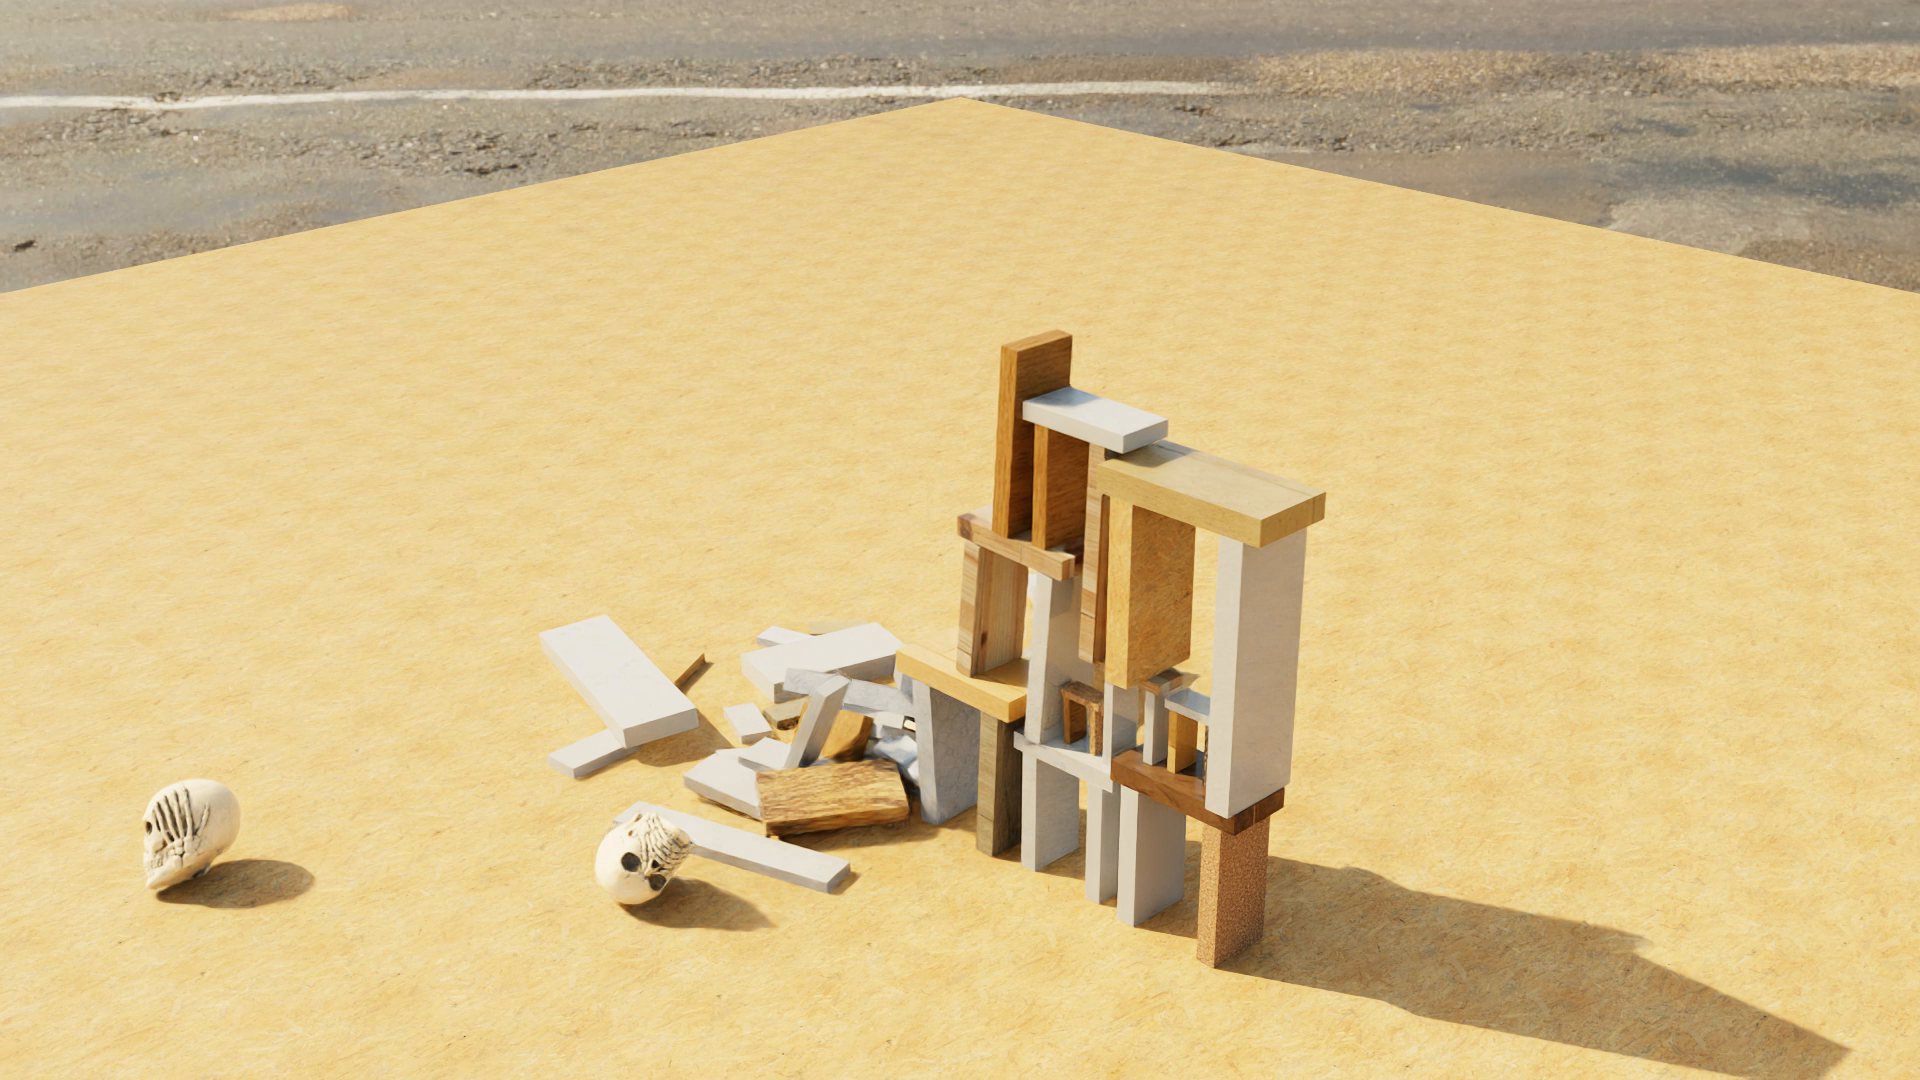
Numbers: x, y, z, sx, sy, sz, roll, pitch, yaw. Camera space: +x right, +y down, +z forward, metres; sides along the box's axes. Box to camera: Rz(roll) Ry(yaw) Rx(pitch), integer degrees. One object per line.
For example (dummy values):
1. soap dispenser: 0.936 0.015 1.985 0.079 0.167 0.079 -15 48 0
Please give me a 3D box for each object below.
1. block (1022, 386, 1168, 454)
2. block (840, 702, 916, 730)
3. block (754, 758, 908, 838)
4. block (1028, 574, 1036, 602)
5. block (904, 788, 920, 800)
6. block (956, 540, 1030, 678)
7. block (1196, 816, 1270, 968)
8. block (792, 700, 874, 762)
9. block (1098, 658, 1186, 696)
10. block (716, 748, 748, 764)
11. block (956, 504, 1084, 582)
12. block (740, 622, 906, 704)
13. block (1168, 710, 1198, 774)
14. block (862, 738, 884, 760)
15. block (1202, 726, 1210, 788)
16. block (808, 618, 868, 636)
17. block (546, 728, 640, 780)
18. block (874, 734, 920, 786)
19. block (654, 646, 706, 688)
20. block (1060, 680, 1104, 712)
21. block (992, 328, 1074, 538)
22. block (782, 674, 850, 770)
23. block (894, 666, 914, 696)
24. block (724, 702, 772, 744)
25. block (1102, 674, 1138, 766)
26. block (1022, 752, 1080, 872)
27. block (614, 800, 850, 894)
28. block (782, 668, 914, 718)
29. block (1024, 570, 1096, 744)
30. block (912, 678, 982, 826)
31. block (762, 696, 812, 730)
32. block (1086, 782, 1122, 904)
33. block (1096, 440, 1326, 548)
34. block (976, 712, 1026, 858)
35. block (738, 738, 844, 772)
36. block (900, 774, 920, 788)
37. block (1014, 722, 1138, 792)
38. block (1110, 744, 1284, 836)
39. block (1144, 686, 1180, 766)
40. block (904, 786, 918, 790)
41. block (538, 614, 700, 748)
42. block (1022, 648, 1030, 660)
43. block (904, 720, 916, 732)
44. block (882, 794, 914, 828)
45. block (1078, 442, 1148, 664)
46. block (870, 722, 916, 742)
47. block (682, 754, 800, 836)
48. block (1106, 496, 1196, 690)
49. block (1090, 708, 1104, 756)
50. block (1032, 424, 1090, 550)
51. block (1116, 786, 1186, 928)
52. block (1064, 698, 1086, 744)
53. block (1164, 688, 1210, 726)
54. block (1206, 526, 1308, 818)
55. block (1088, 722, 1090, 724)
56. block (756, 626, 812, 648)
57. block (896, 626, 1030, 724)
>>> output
1. block: 0.238 -0.214 3.881 0.119 0.034 0.238 -21 31 -40
2. block: -0.187 0.380 4.742 0.216 0.031 0.108 10 -6 30
3. block: -0.258 0.513 4.397 0.285 0.040 0.143 -5 38 -12
4. block: 0.343 0.121 5.415 0.330 0.047 0.165 -7 24 -15
5. block: -0.065 0.521 4.515 0.099 0.014 0.049 20 30 39
6. block: 0.065 0.114 4.215 0.140 0.280 0.040 -20 35 -39
7. block: 0.491 0.613 3.950 0.143 0.285 0.040 -21 31 -41
8. block: -0.269 0.405 4.624 0.029 0.102 0.204 22 -10 -41
9. block: 0.329 0.238 3.969 0.072 0.021 0.145 -21 31 -40
10. block: -0.473 0.480 4.605 0.070 0.020 0.140 -3 23 -7
11. block: 0.140 -0.004 4.085 0.140 0.040 0.280 -20 30 -38
12. block: -0.305 0.279 5.040 0.349 0.049 0.175 -13 26 -27
13. block: 0.400 0.351 3.943 0.017 0.122 0.061 21 31 41
14. block: -0.199 0.441 4.626 0.077 0.022 0.155 -16 11 -33
15. block: 0.458 0.374 3.889 0.017 0.122 0.061 21 31 41
16. block: -0.288 0.215 5.229 0.140 0.020 0.070 -2 23 -6
17. block: -0.777 0.451 4.667 0.089 0.025 0.177 20 30 39
18. block: -0.101 0.450 4.504 0.077 0.022 0.155 -15 29 -32
19. block: -0.660 0.297 5.028 0.089 0.025 0.177 7 24 16
20. block: 0.237 0.290 4.088 0.047 0.013 0.094 -21 31 -41
21. block: 0.131 -0.193 4.012 0.143 0.364 0.040 -20 34 -39
22. block: -0.294 0.379 4.502 0.029 0.204 0.102 31 27 16
23. block: -0.049 0.304 4.788 0.175 0.049 0.349 10 2 -4
24. block: -0.463 0.399 4.795 0.070 0.020 0.140 -9 24 -20
25. block: 0.296 0.319 4.041 0.072 0.186 0.021 -21 31 -40
26. block: 0.176 0.504 4.253 0.035 0.249 0.125 21 31 41
27. block: -0.451 0.600 4.314 0.497 0.025 0.089 12 26 26
28. block: -0.105 0.352 4.743 0.528 0.049 0.175 10 -3 18
29. block: 0.194 0.201 4.106 0.140 0.351 0.040 -21 35 -40
30. block: -0.019 0.400 4.417 0.044 0.311 0.156 14 26 38
31. block: -0.356 0.378 4.844 0.140 0.020 0.070 -13 26 -28
32. block: 0.293 0.550 4.145 0.035 0.249 0.125 21 31 41
33. block: 0.423 -0.082 3.730 0.353 0.050 0.176 21 31 41
34. block: 0.106 0.451 4.296 0.044 0.311 0.156 24 33 39
35. block: -0.341 0.474 4.576 0.216 0.031 0.108 16 24 23
36. block: -0.092 0.487 4.500 0.049 0.014 0.099 -22 17 -41
37. block: 0.235 0.396 4.143 0.249 0.035 0.125 21 31 41
38. block: 0.424 0.437 3.948 0.285 0.040 0.143 21 31 41
39. block: 0.365 0.327 3.970 0.072 0.145 0.021 -21 31 -40
40. block: -0.108 0.495 4.544 0.050 0.014 0.099 -21 17 -40
41. block: -0.770 0.308 4.918 0.165 0.047 0.605 -16 24 -23
42. block: 0.267 0.244 4.956 0.330 0.047 0.165 -9 -7 -46
43. block: -0.074 0.420 4.655 0.053 0.105 0.015 18 68 36
44. block: -0.125 0.548 4.451 0.053 0.015 0.105 2 23 4
45. block: 0.274 0.011 3.937 0.034 0.422 0.119 24 32 39
46. block: -0.198 0.400 4.656 0.108 0.031 0.216 19 -9 -42
47. block: -0.417 0.517 4.470 0.291 0.029 0.102 19 30 27
48. block: 0.338 0.071 3.885 0.050 0.353 0.176 21 31 41
49. block: 0.261 0.349 4.087 0.013 0.095 0.047 19 29 42
50. block: 0.188 -0.110 3.983 0.119 0.238 0.034 -19 30 -38
51. block: 0.357 0.561 4.074 0.143 0.285 0.040 -21 31 -41
52. block: 0.217 0.332 4.129 0.013 0.094 0.047 19 29 42
53. block: 0.429 0.298 3.889 0.122 0.017 0.061 21 31 41
54. block: 0.507 0.212 3.765 0.176 0.518 0.050 -21 31 -41
55. block: 0.205 0.371 4.835 0.285 0.040 0.143 15 27 31
56. block: -0.401 0.238 5.173 0.140 0.020 0.070 12 26 27
57. block: 0.038 0.260 4.289 0.156 0.044 0.311 -21 31 -40
